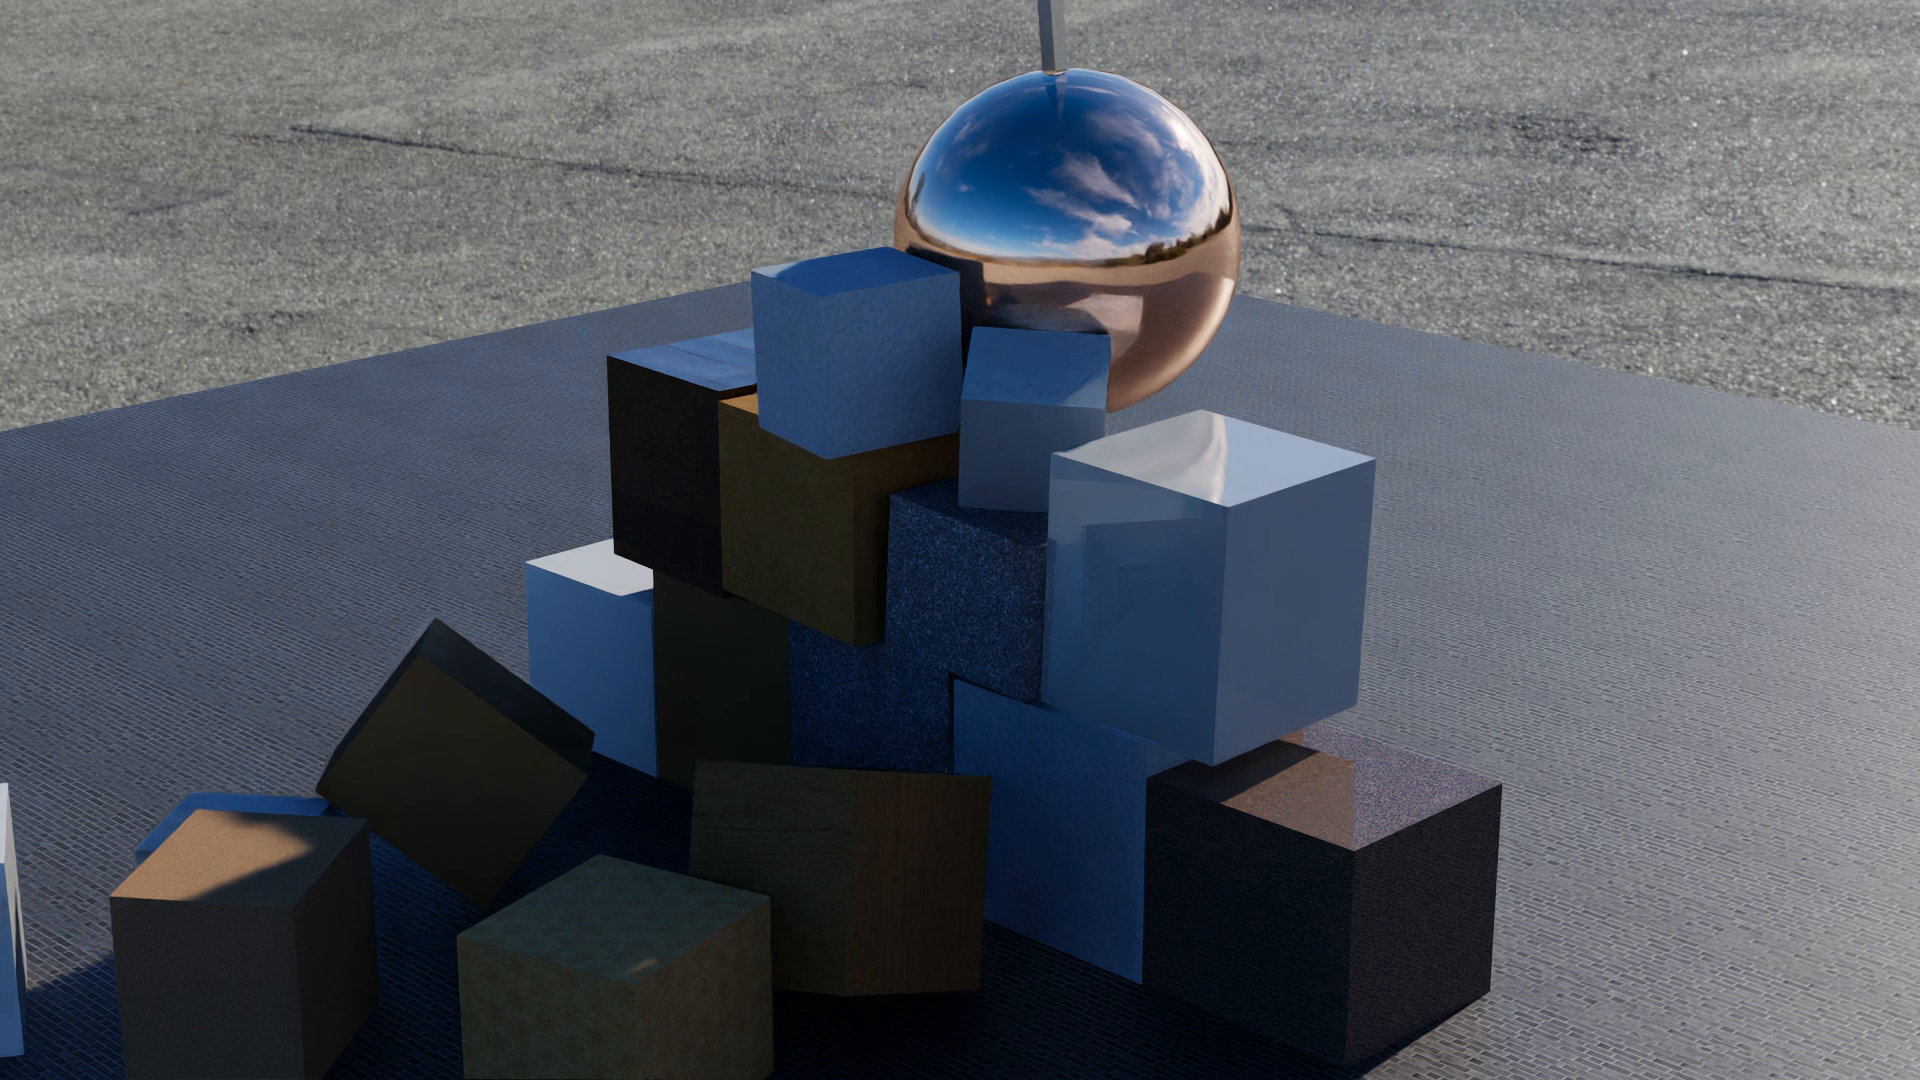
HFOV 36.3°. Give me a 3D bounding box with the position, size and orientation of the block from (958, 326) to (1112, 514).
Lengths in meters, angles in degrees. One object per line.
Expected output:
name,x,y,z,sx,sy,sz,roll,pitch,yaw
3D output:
block,0.325,-0.515,12.695,0.607,0.555,0.593,4,35,3

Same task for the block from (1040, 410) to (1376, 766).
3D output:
block,1.036,0.173,12.319,0.940,1.106,0.976,19,25,40

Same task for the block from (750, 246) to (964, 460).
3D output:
block,-0.450,-0.833,12.896,0.696,0.721,0.618,-13,22,-29

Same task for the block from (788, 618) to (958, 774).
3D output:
block,-0.034,0.867,13.676,1.085,1.145,1.052,-16,24,-42

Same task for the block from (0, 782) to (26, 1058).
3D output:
block,-4.226,1.574,11.942,0.730,0.837,0.863,-5,18,-16

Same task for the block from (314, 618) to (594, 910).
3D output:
block,-2.236,0.986,13.105,0.903,0.751,0.859,37,4,-10

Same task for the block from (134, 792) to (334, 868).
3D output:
block,-3.075,1.500,12.545,0.638,0.615,0.645,2,18,7

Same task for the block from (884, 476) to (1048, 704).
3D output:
block,0.259,0.163,12.858,0.852,0.698,0.784,21,27,41

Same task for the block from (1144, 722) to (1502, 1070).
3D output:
block,1.499,1.438,12.198,0.985,0.942,1.070,-17,24,-42

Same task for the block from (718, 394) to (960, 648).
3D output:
block,-0.414,-0.173,13.551,0.964,0.915,1.045,-13,22,-36

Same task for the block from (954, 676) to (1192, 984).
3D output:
block,0.737,1.131,12.942,1.042,1.082,1.122,-17,24,-42

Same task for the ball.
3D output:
ball,0.492,-1.356,13.431,1.600,1.600,1.600,0,17,0

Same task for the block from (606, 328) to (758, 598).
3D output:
block,-1.051,-0.401,14.290,0.945,1.009,0.920,-14,22,-38

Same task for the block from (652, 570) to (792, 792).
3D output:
block,-0.782,0.667,14.398,0.973,1.094,1.041,-17,24,-42

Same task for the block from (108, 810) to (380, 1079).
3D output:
block,-2.845,1.644,11.751,0.736,0.816,0.872,2,18,8

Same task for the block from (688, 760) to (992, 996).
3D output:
block,-0.496,1.363,11.935,0.847,0.871,0.873,0,-5,38

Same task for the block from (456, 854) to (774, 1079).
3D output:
block,-1.319,1.802,11.347,0.827,0.758,0.892,10,20,29

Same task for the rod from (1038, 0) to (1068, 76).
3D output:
rod,0.213,-4.494,12.153,0.080,5.200,0.080,17,31,42

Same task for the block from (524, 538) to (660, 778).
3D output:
block,-1.518,0.542,15.127,0.991,0.895,1.016,-17,24,-42
